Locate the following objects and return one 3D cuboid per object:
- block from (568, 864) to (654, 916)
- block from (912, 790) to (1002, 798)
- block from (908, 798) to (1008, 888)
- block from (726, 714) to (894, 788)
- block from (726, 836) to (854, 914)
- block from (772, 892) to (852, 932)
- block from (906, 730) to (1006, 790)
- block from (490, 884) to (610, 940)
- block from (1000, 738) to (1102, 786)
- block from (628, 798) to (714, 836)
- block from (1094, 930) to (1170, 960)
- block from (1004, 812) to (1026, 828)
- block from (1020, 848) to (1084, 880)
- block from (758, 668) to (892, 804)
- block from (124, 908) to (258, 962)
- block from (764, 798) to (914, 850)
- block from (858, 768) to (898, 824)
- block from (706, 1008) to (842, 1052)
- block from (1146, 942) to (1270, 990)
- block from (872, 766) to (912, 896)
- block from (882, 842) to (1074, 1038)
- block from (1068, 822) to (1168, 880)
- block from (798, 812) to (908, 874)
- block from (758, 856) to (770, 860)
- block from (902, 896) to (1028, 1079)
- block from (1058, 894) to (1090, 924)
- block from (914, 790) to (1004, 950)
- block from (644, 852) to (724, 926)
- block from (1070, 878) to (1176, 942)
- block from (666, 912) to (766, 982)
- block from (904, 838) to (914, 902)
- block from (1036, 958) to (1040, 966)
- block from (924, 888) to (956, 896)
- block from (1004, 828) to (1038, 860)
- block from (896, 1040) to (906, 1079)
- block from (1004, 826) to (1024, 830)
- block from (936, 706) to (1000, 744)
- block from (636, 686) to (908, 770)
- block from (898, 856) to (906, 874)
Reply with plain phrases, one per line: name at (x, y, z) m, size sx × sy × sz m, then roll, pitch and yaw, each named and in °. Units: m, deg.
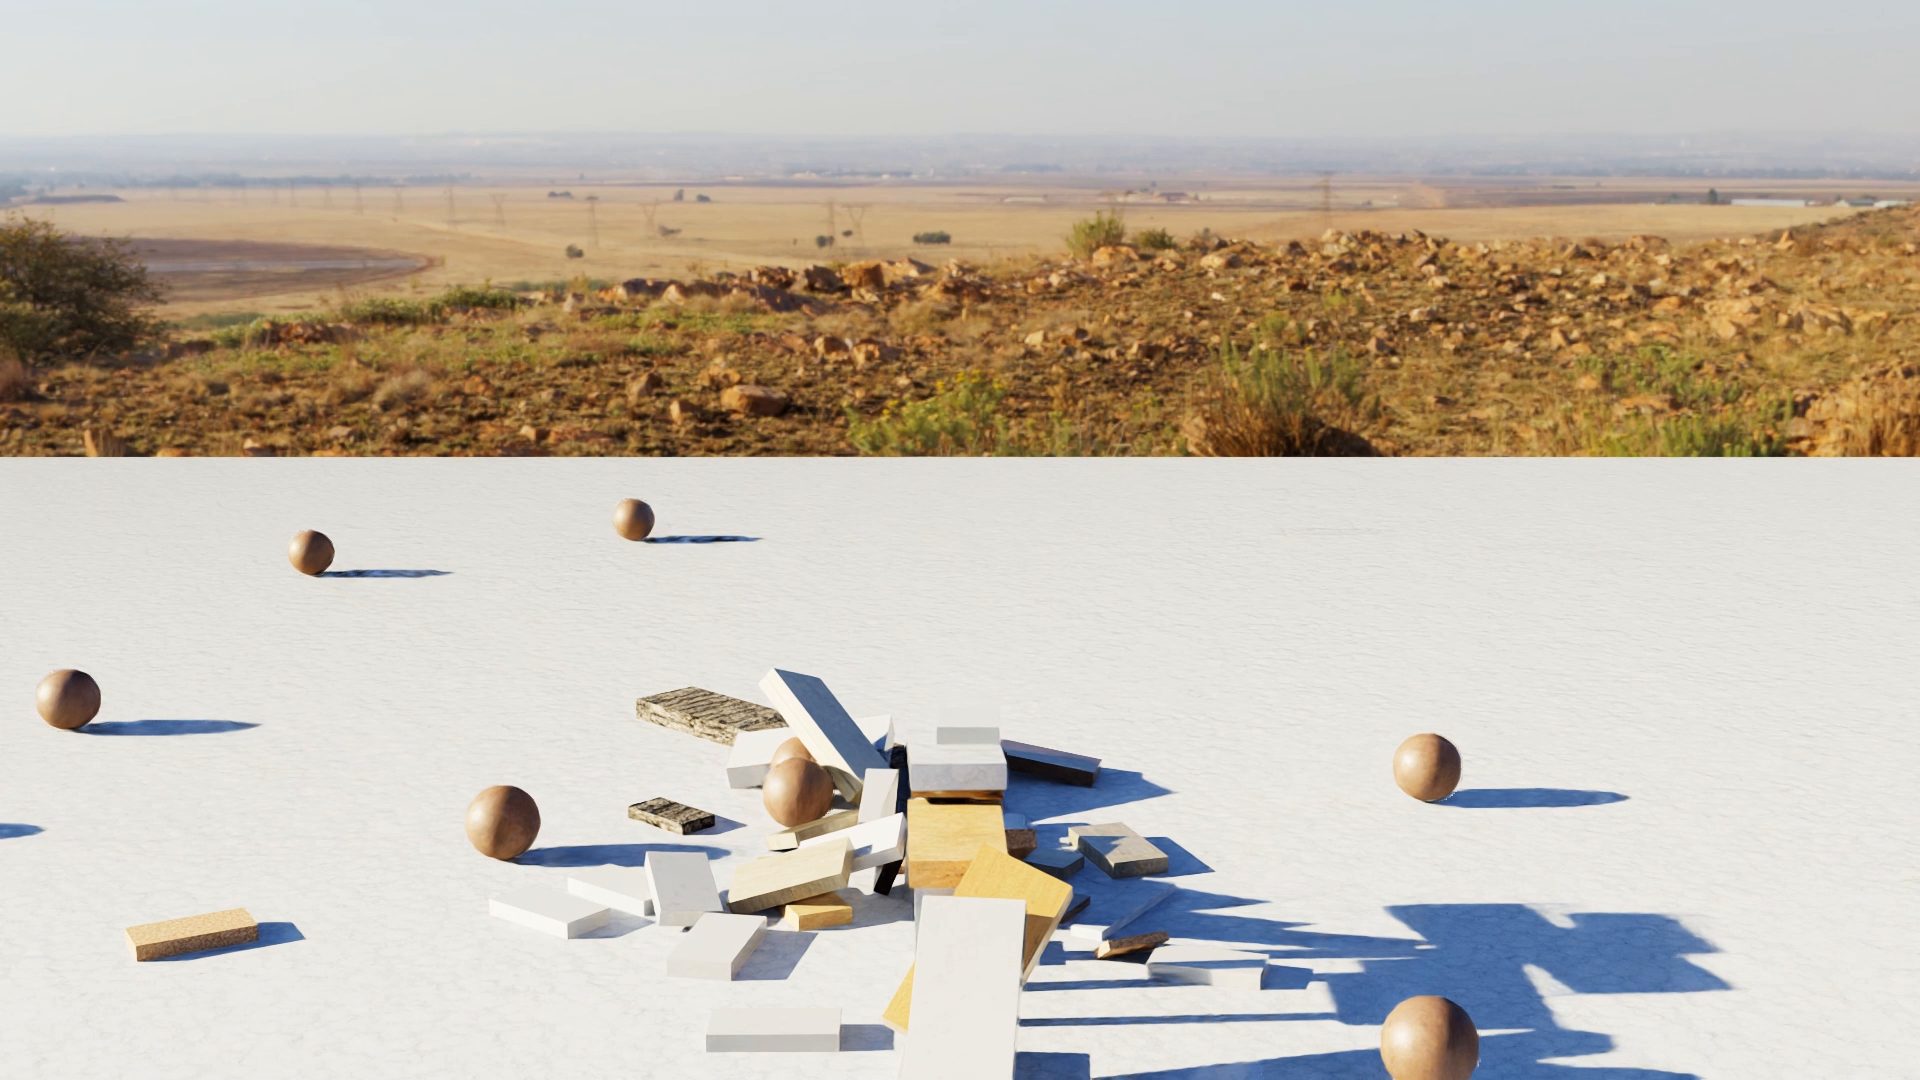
block at (-0.554, 0.580, 3.651) m, size 0.184 × 0.026 × 0.092 m, roll 8°, pitch 13°, yaw 38°
block at (-0.004, 0.353, 3.394) m, size 0.134 × 0.038 × 0.268 m, roll 0°, pitch 5°, yaw 0°
block at (-0.006, 0.433, 3.162) m, size 0.137 × 0.039 × 0.274 m, roll 0°, pitch 11°, yaw -2°
block at (-0.290, 0.413, 4.303) m, size 0.311 × 0.044 × 0.156 m, roll -8°, pitch 20°, yaw 6°
block at (-0.275, 0.547, 3.574) m, size 0.202 × 0.029 × 0.101 m, roll -17°, pitch 26°, yaw 13°
block at (-0.253, 0.591, 3.594) m, size 0.091 × 0.026 × 0.183 m, roll -5°, pitch 12°, yaw -24°
block at (-0.008, 0.325, 3.266) m, size 0.137 × 0.039 × 0.275 m, roll 0°, pitch 5°, yaw -2°
block at (-0.663, 0.599, 3.550) m, size 0.184 × 0.026 × 0.092 m, roll 8°, pitch 13°, yaw 37°
block at (0.169, 0.437, 4.325) m, size 0.204 × 0.029 × 0.102 m, roll 11°, pitch 11°, yaw 11°
block at (-0.532, 0.508, 4.049) m, size 0.156 × 0.022 × 0.078 m, roll 10°, pitch 14°, yaw 42°
block at (0.264, 0.622, 3.381) m, size 0.104 × 0.015 × 0.052 m, roll -5°, pitch -23°, yaw -25°
block at (0.078, 0.525, 3.957) m, size 0.078 × 0.022 × 0.156 m, roll 1°, pitch 11°, yaw 3°
block at (0.127, 0.554, 3.801) m, size 0.157 × 0.022 × 0.078 m, roll 6°, pitch 12°, yaw 30°
block at (-0.237, 0.372, 4.134) m, size 0.311 × 0.044 × 0.156 m, roll 49°, pitch 16°, yaw 29°
block at (-1.205, 0.618, 3.448) m, size 0.183 × 0.026 × 0.091 m, roll -6°, pitch 12°, yaw -30°
block at (-0.181, 0.500, 3.973) m, size 0.360 × 0.026 × 0.091 m, roll -12°, pitch -2°, yaw -41°
block at (-0.132, 0.466, 3.928) m, size 0.086 × 0.024 × 0.171 m, roll 1°, pitch 27°, yaw 3°
block at (-0.260, 0.686, 3.080) m, size 0.184 × 0.026 × 0.092 m, roll 0°, pitch 11°, yaw -1°
block at (0.375, 0.643, 3.318) m, size 0.171 × 0.024 × 0.086 m, roll 3°, pitch 11°, yaw 17°
block at (-0.113, 0.493, 3.744) m, size 0.027 × 0.094 × 0.245 m, roll 19°, pitch 26°, yaw -8°
block at (0.026, 0.555, 2.936) m, size 0.137 × 0.275 × 0.039 m, roll 24°, pitch -25°, yaw 18°
block at (0.276, 0.542, 3.848) m, size 0.102 × 0.029 × 0.204 m, roll -4°, pitch 11°, yaw -19°
block at (-0.180, 0.512, 3.631) m, size 0.187 × 0.027 × 0.094 m, roll -18°, pitch 25°, yaw 15°
block at (-0.292, 0.559, 3.791) m, size 0.109 × 0.015 × 0.054 m, roll -2°, pitch 11°, yaw -10°
block at (0.009, 0.595, 2.848) m, size 0.138 × 0.039 × 0.275 m, roll 1°, pitch 52°, yaw 7°
block at (0.167, 0.599, 3.582) m, size 0.052 × 0.015 × 0.104 m, roll 6°, pitch 12°, yaw 28°
block at (-0.002, 0.511, 3.351) m, size 0.134 × 0.268 × 0.038 m, roll 0°, pitch 16°, yaw 1°
block at (-0.452, 0.569, 3.588) m, size 0.101 × 0.029 × 0.202 m, roll 4°, pitch 18°, yaw -16°
block at (0.268, 0.599, 3.579) m, size 0.054 × 0.015 × 0.269 m, roll 6°, pitch 12°, yaw 30°
block at (-0.374, 0.626, 3.395) m, size 0.101 × 0.029 × 0.202 m, roll 2°, pitch 11°, yaw 10°
block at (-0.059, 0.514, 3.713) m, size 0.031 × 0.109 × 0.218 m, roll 5°, pitch 17°, yaw 7°
block at (0.094, 0.632, 3.401) m, size 0.052 × 0.015 × 0.104 m, roll -1°, pitch 11°, yaw 0°
block at (-0.003, 0.469, 3.157) m, size 0.099 × 0.028 × 0.198 m, roll 0°, pitch 11°, yaw -2°
block at (0.045, 0.520, 3.660) m, size 0.109 × 0.031 × 0.218 m, roll 0°, pitch -19°, yaw -15°
block at (-0.012, 0.714, 2.893) m, size 0.138 × 0.039 × 0.275 m, roll 1°, pitch 11°, yaw 4°
block at (0.040, 0.522, 3.852) m, size 0.157 × 0.022 × 0.078 m, roll 3°, pitch 11°, yaw 15°
block at (0.013, 0.284, 3.368) m, size 0.094 × 0.027 × 0.187 m, roll 0°, pitch 5°, yaw 1°
block at (-0.389, 0.402, 4.563) m, size 0.723 × 0.044 × 0.156 m, roll 10°, pitch 15°, yaw 44°
block at (-0.108, 0.556, 3.813) m, size 0.047 × 0.013 × 0.094 m, roll -4°, pitch 11°, yaw -21°
